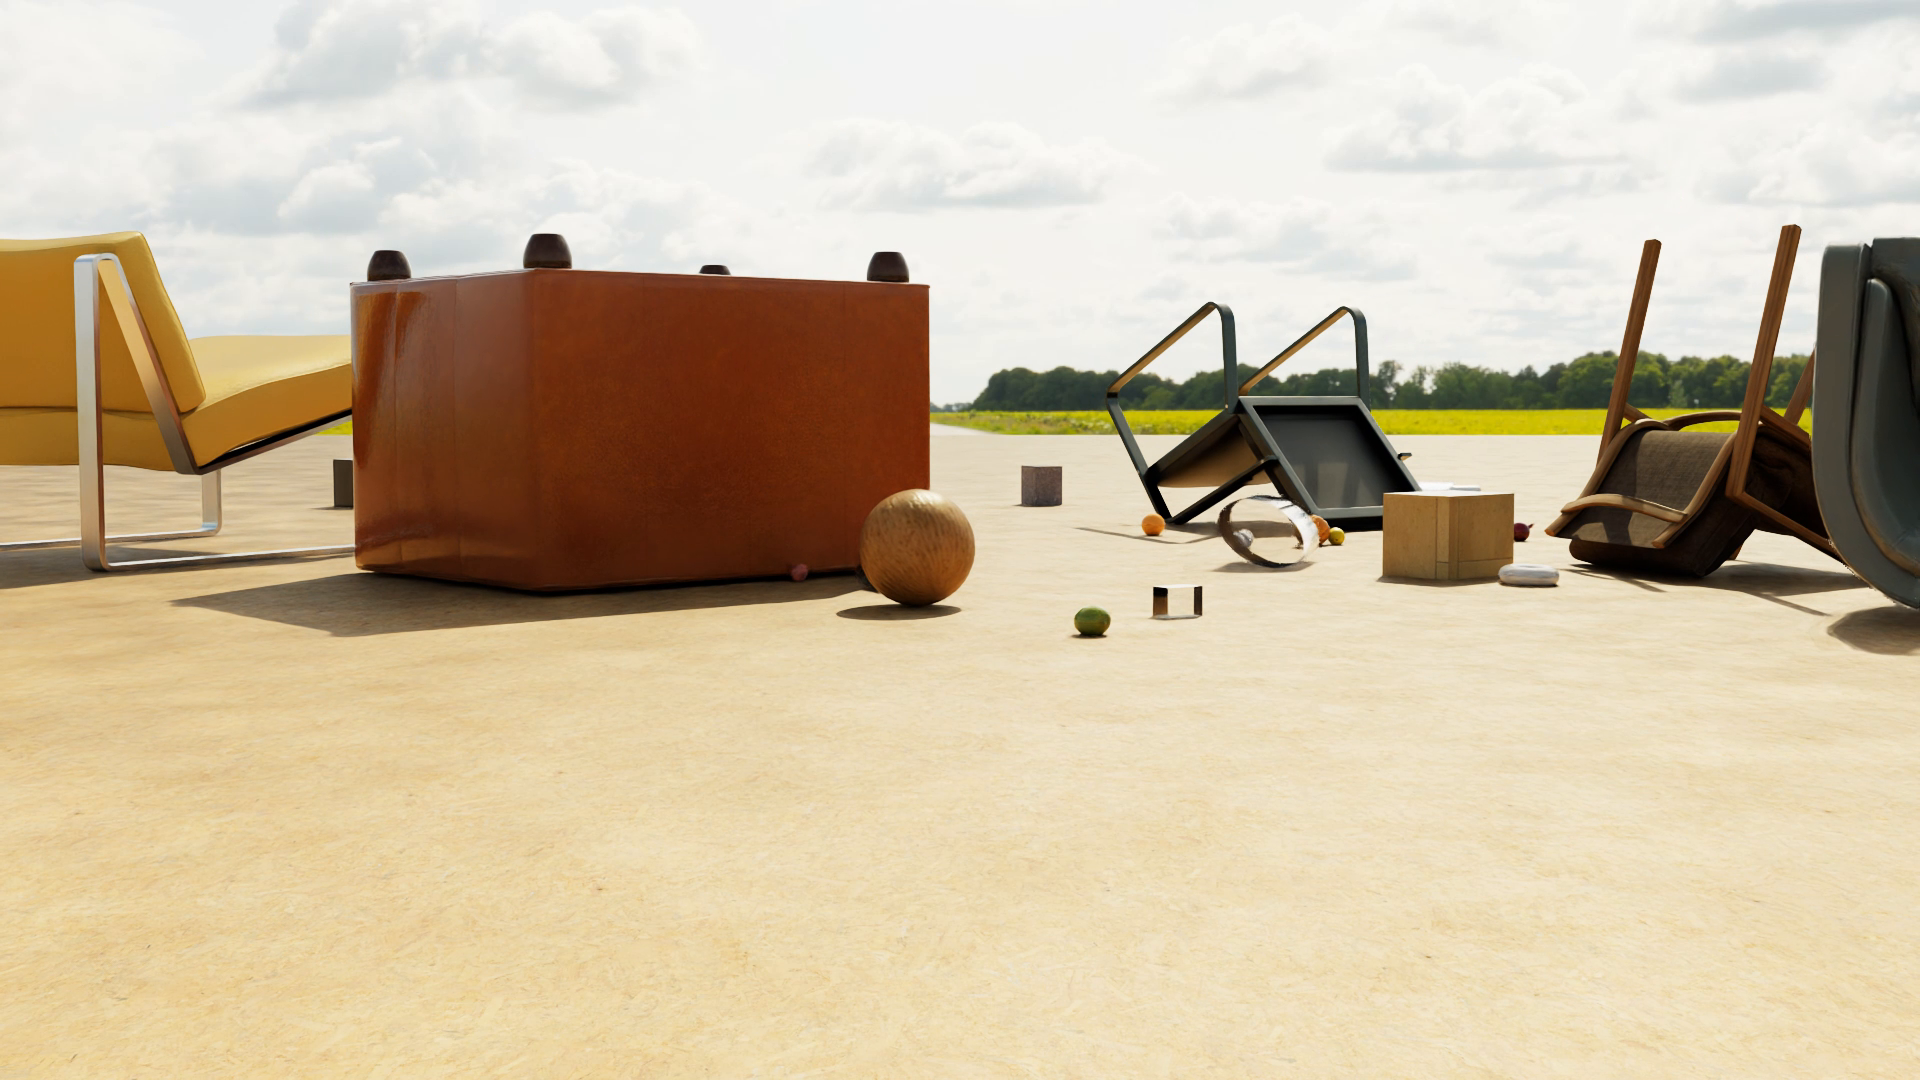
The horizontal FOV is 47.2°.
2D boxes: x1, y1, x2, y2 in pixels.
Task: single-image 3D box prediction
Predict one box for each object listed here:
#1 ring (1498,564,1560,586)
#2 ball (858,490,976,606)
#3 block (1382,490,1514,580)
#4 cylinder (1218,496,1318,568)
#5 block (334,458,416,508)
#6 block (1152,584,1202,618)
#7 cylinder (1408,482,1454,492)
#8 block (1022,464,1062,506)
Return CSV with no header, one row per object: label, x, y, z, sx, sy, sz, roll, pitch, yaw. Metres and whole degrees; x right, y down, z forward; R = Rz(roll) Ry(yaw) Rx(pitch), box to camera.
ring,1.310,0.081,5.063,0.136,0.043,0.161,1,5,0
ball,-0.089,0.016,4.549,0.242,0.242,0.242,0,4,0
block,1.181,-0.015,5.319,0.251,0.197,0.197,-3,5,-40
cylinder,0.793,-0.024,5.642,0.232,0.152,0.252,29,12,14
block,-2.249,-0.220,8.442,0.220,0.180,0.218,4,5,43
block,0.432,0.121,4.359,0.084,0.059,0.053,-3,5,-34
cylinder,1.916,-0.200,8.934,0.176,0.072,0.192,1,4,14
block,0.318,-0.215,8.573,0.112,0.150,0.153,-1,4,-19
